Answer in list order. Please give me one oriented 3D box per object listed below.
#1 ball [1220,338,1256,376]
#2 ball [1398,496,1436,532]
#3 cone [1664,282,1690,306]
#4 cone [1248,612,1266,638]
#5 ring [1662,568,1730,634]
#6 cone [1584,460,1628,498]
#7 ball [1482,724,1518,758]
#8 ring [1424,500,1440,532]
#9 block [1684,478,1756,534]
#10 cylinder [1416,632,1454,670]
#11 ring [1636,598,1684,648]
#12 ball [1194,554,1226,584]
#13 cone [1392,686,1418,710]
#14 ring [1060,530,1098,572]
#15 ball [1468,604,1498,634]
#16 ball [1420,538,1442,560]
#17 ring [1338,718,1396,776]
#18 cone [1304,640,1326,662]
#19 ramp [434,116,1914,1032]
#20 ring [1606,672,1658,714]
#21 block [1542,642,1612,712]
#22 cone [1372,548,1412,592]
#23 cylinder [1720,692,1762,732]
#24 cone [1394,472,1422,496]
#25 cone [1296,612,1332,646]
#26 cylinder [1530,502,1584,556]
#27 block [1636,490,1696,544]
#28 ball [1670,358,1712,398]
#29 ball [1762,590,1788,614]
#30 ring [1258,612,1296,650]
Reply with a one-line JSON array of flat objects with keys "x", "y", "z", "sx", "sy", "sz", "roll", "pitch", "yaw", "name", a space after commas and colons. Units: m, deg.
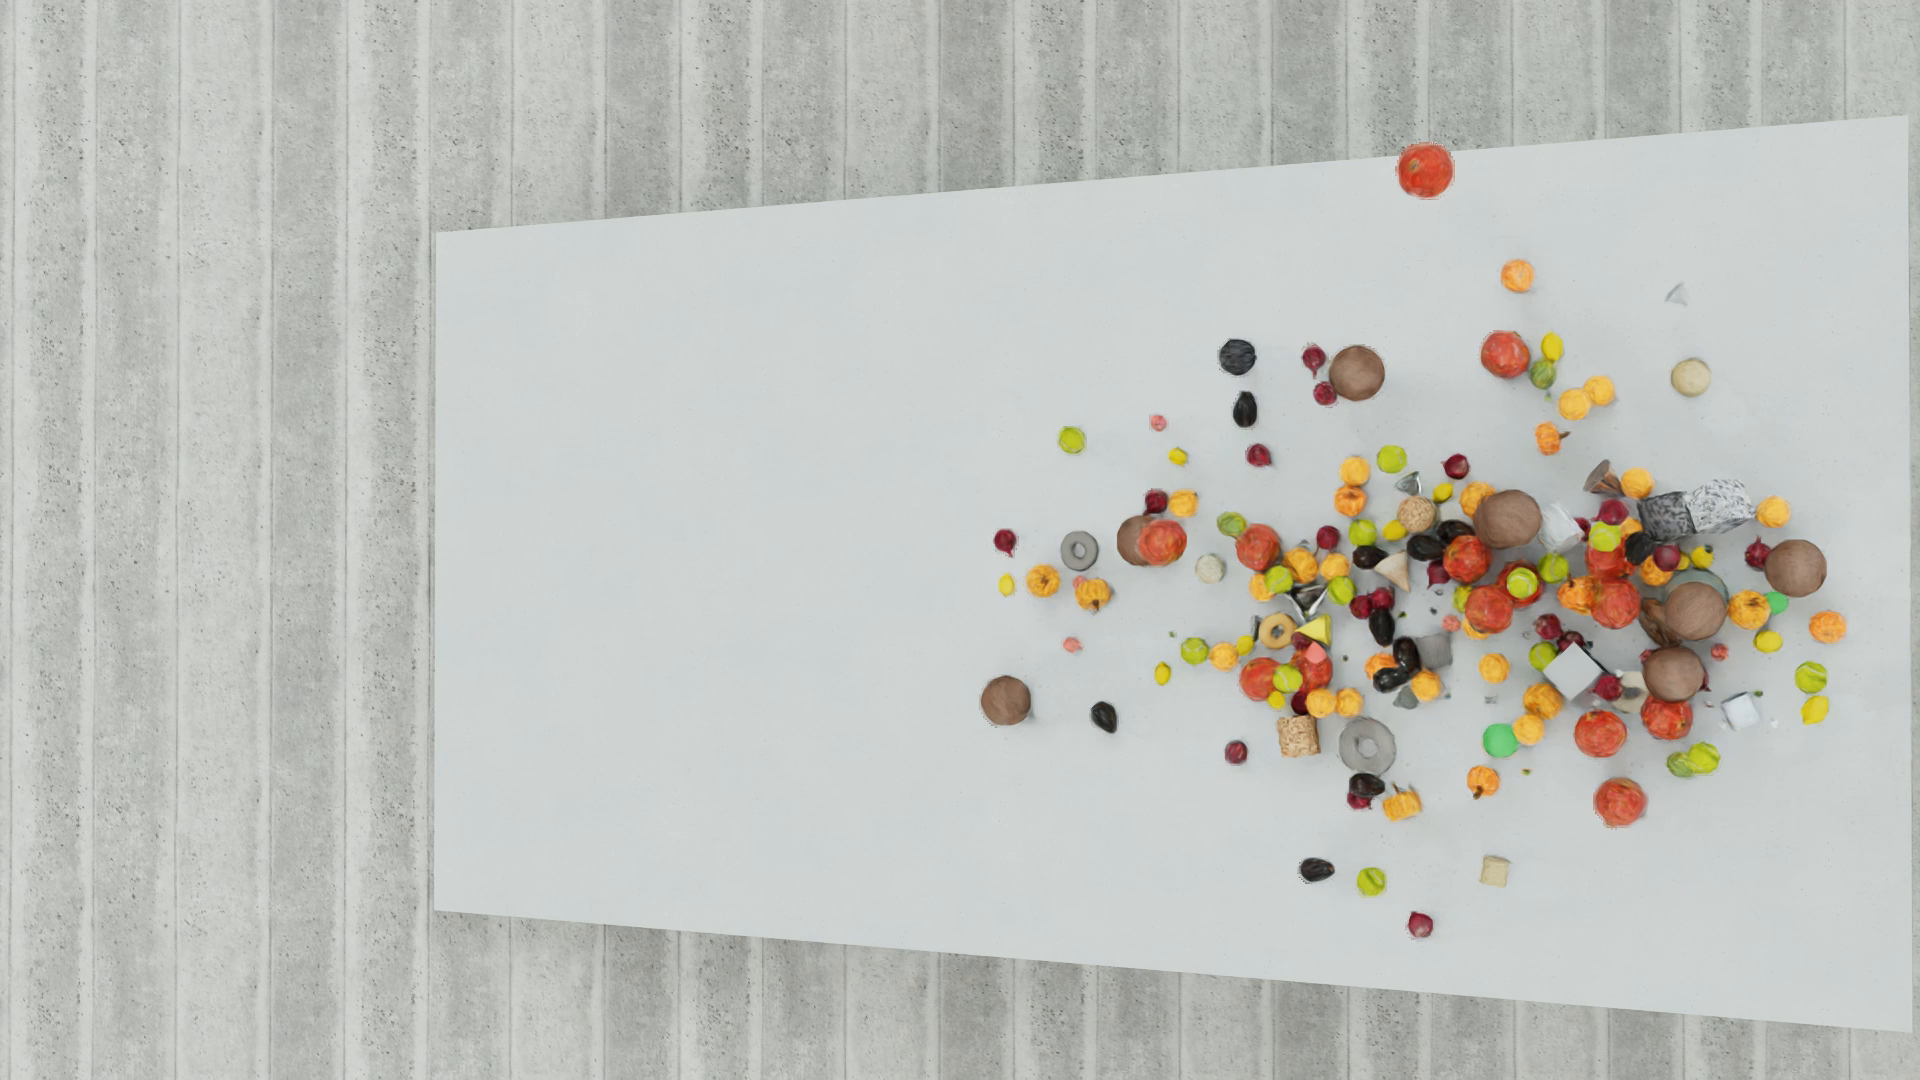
[{"x": 0.682, "y": -0.450, "z": 5.402, "sx": 0.090, "sy": 0.090, "sz": 0.090, "roll": 0, "pitch": 89, "yaw": 0, "name": "ball"}, {"x": 1.074, "y": -0.061, "z": 5.176, "sx": 0.087, "sy": 0.087, "sz": 0.087, "roll": 0, "pitch": 89, "yaw": 0, "name": "ball"}, {"x": 1.596, "y": -0.533, "z": 4.862, "sx": 0.052, "sy": 0.052, "sz": 0.052, "roll": 39, "pitch": 89, "yaw": -2, "name": "cone"}, {"x": 0.753, "y": 0.215, "z": 5.394, "sx": 0.067, "sy": 0.067, "sz": 0.067, "roll": 16, "pitch": 89, "yaw": -27, "name": "cone"}, {"x": 1.656, "y": 0.137, "z": 4.956, "sx": 0.149, "sy": 0.050, "sz": 0.149, "roll": -2, "pitch": 86, "yaw": 30, "name": "ring"}, {"x": 1.496, "y": -0.123, "z": 5.043, "sx": 0.091, "sy": 0.091, "sz": 0.091, "roll": 34, "pitch": 89, "yaw": -5, "name": "cone"}, {"x": 1.260, "y": 0.468, "z": 5.124, "sx": 0.082, "sy": 0.082, "sz": 0.082, "roll": 0, "pitch": 89, "yaw": 0, "name": "ball"}, {"x": 1.106, "y": -0.059, "z": 5.231, "sx": 0.076, "sy": 0.025, "sz": 0.076, "roll": 0, "pitch": 89, "yaw": 16, "name": "ring"}, {"x": 1.692, "y": -0.075, "z": 4.896, "sx": 0.093, "sy": 0.093, "sz": 0.093, "roll": -1, "pitch": 66, "yaw": -36, "name": "block"}, {"x": 1.121, "y": 0.262, "z": 5.194, "sx": 0.077, "sy": 0.077, "sz": 0.077, "roll": -9, "pitch": 88, "yaw": 0, "name": "cylinder"}, {"x": 1.578, "y": 0.188, "z": 4.960, "sx": 0.045, "sy": 0.134, "sz": 0.134, "roll": -35, "pitch": 89, "yaw": -5, "name": "ring"}, {"x": 0.617, "y": 0.072, "z": 5.434, "sx": 0.076, "sy": 0.076, "sz": 0.076, "roll": 0, "pitch": 89, "yaw": 0, "name": "ball"}, {"x": 1.052, "y": 0.387, "z": 5.254, "sx": 0.059, "sy": 0.059, "sz": 0.059, "roll": 16, "pitch": 59, "yaw": -29, "name": "cone"}, {"x": 0.304, "y": 0.028, "z": 5.605, "sx": 0.104, "sy": 0.035, "sz": 0.104, "roll": -1, "pitch": 87, "yaw": 25, "name": "ring"}, {"x": 1.209, "y": 0.182, "z": 5.087, "sx": 0.066, "sy": 0.066, "sz": 0.066, "roll": 0, "pitch": 89, "yaw": 0, "name": "ball"}, {"x": 1.116, "y": 0.023, "z": 5.214, "sx": 0.051, "sy": 0.051, "sz": 0.051, "roll": 0, "pitch": 89, "yaw": 0, "name": "ball"}, {"x": 0.976, "y": 0.497, "z": 5.275, "sx": 0.142, "sy": 0.047, "sz": 0.142, "roll": 2, "pitch": 95, "yaw": 27, "name": "ring"}, {"x": 0.848, "y": 0.257, "z": 5.250, "sx": 0.052, "sy": 0.052, "sz": 0.052, "roll": -9, "pitch": 131, "yaw": 0, "name": "cone"}, {"x": 0.282, "y": 0.082, "z": 5.689, "sx": 4.000, "sy": 0.100, "sz": 2.000, "roll": 0, "pitch": 89, "yaw": 25, "name": "ramp"}, {"x": 1.528, "y": 0.346, "z": 5.001, "sx": 0.113, "sy": 0.038, "sz": 0.113, "roll": 5, "pitch": 125, "yaw": 7, "name": "ring"}, {"x": 1.415, "y": 0.312, "z": 5.023, "sx": 0.100, "sy": 0.100, "sz": 0.100, "roll": -47, "pitch": 52, "yaw": 12, "name": "block"}, {"x": 1.045, "y": 0.087, "z": 5.218, "sx": 0.095, "sy": 0.095, "sz": 0.095, "roll": -34, "pitch": 64, "yaw": 0, "name": "cone"}, {"x": 1.741, "y": 0.382, "z": 4.905, "sx": 0.066, "sy": 0.066, "sz": 0.066, "roll": -27, "pitch": 78, "yaw": 0, "name": "cylinder"}, {"x": 1.083, "y": -0.117, "z": 5.242, "sx": 0.067, "sy": 0.067, "sz": 0.067, "roll": -37, "pitch": 101, "yaw": 0, "name": "cone"}, {"x": 0.849, "y": 0.216, "z": 5.303, "sx": 0.080, "sy": 0.080, "sz": 0.080, "roll": -4, "pitch": 89, "yaw": 21, "name": "cone"}, {"x": 1.356, "y": -0.024, "z": 4.996, "sx": 0.087, "sy": 0.087, "sz": 0.087, "roll": -34, "pitch": 64, "yaw": 0, "name": "cylinder"}, {"x": 1.594, "y": -0.050, "z": 4.964, "sx": 0.099, "sy": 0.099, "sz": 0.099, "roll": -15, "pitch": 83, "yaw": 24, "name": "block"}, {"x": 1.646, "y": -0.365, "z": 4.949, "sx": 0.088, "sy": 0.088, "sz": 0.088, "roll": 0, "pitch": 89, "yaw": 0, "name": "ball"}, {"x": 1.811, "y": 0.139, "z": 4.885, "sx": 0.054, "sy": 0.054, "sz": 0.054, "roll": 0, "pitch": 89, "yaw": 0, "name": "ball"}, {"x": 0.774, "y": 0.222, "z": 5.362, "sx": 0.095, "sy": 0.032, "sz": 0.095, "roll": -3, "pitch": 109, "yaw": -8, "name": "ring"}]
